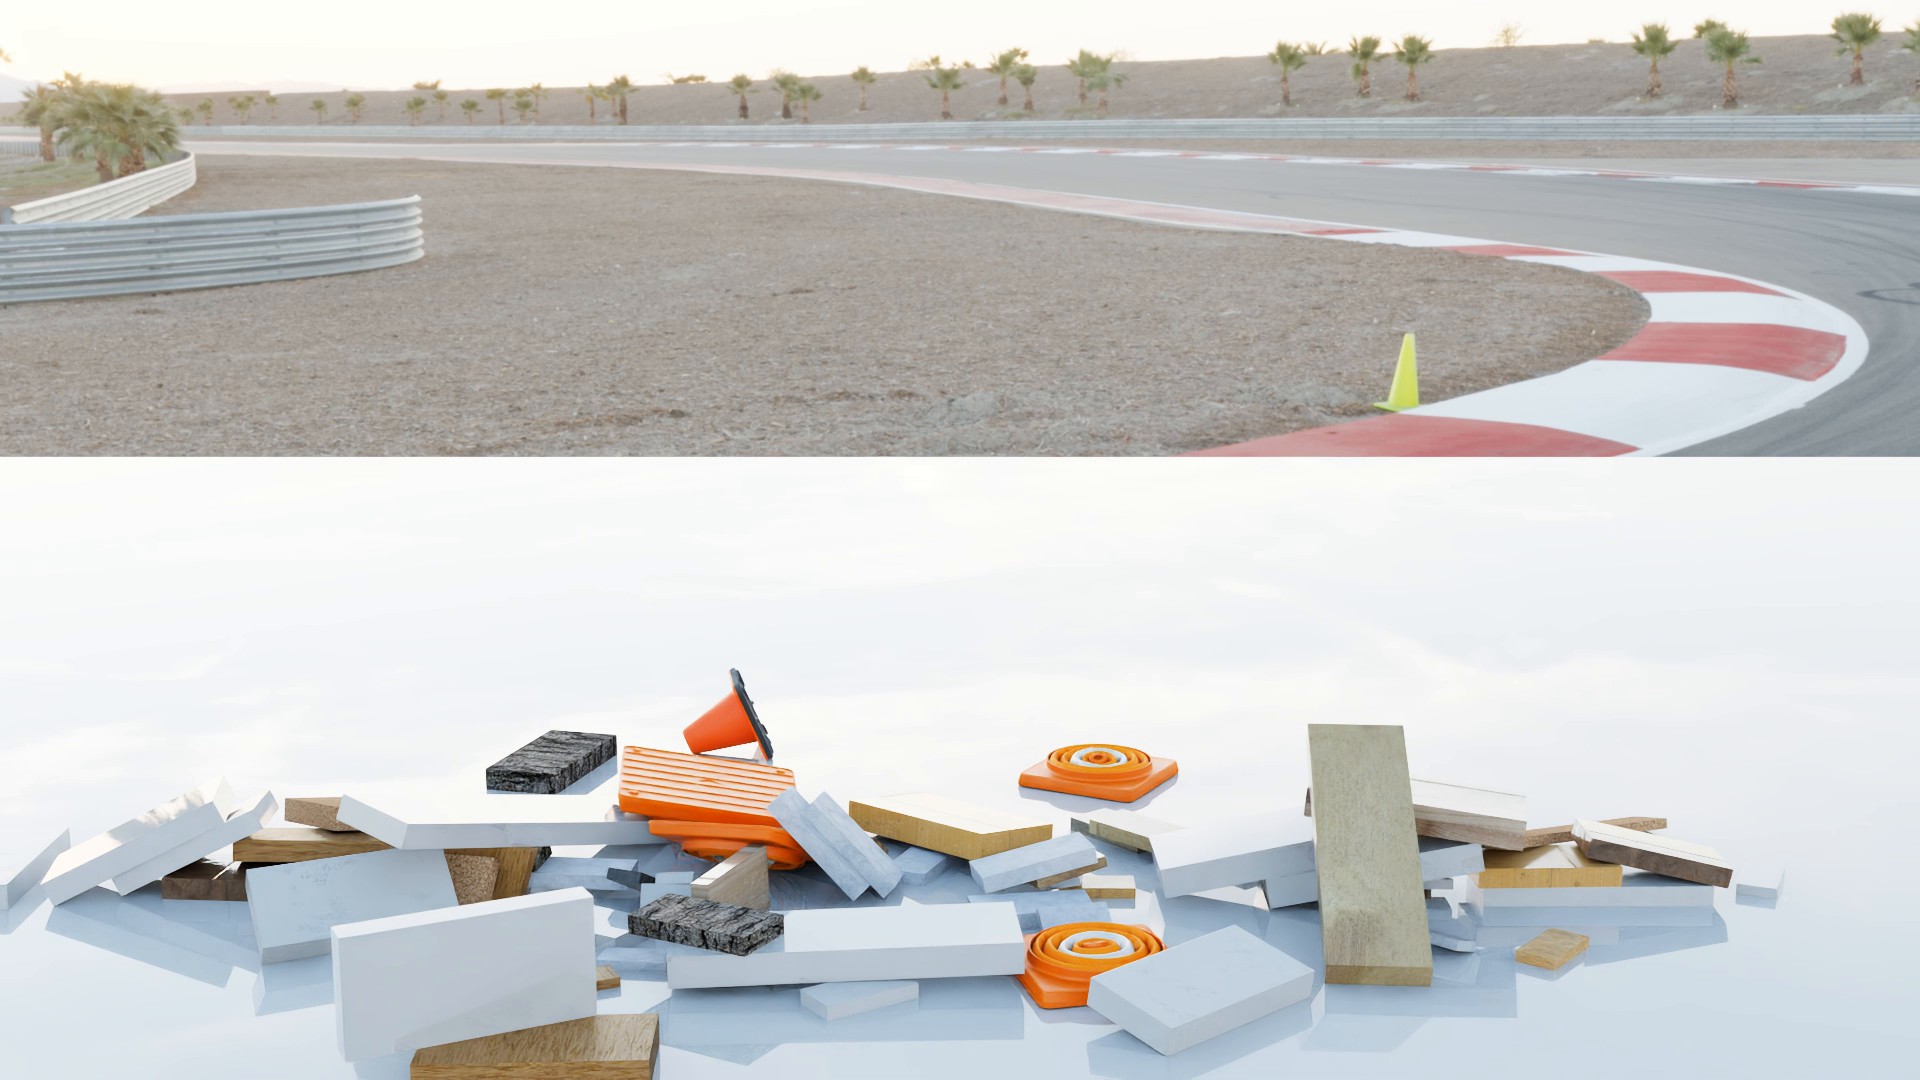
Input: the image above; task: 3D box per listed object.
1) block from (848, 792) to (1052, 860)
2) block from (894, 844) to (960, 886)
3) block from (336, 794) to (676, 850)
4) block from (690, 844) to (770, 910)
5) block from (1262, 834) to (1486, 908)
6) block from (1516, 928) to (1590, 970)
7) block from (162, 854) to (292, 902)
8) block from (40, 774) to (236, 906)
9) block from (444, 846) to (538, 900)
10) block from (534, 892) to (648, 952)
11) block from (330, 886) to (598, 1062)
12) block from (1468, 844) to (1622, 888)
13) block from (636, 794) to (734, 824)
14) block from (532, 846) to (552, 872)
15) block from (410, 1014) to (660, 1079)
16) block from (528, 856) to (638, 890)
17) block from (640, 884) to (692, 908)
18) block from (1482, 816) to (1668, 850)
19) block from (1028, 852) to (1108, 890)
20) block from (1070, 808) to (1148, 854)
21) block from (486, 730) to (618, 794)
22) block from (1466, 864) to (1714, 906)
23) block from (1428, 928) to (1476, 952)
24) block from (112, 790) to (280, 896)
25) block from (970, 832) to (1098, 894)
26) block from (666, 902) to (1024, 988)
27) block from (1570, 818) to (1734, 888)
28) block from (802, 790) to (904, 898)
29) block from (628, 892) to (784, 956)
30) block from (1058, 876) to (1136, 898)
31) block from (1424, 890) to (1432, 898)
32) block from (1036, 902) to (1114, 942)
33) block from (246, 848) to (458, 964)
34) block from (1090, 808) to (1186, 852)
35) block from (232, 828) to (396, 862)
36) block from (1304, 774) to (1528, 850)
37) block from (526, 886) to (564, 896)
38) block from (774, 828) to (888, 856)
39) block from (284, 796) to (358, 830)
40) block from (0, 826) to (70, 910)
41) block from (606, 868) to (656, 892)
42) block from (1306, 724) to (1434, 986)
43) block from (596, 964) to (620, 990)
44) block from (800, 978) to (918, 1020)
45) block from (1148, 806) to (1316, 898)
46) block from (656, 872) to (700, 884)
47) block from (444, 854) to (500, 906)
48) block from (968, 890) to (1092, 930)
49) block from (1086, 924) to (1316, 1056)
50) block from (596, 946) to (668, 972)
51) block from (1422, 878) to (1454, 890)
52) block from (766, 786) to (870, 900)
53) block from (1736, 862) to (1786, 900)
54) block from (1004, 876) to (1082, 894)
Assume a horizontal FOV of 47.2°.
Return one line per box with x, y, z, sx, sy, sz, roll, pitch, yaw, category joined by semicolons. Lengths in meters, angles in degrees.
-0.020;0.505;3.892;0.172;0.049;0.345;-1;5;-43;block
-0.063;0.556;3.794;0.077;0.022;0.172;4;11;21;block
-0.739;0.468;3.677;0.146;0.041;0.670;17;3;31;block
-0.364;0.566;3.506;0.030;0.105;0.210;1;10;21;block
0.676;0.528;3.653;0.351;0.050;0.176;-11;10;4;block
0.916;0.631;3.397;0.063;0.018;0.127;8;13;38;block
-1.090;0.568;3.685;0.453;0.037;0.130;1;11;4;block
-1.376;0.502;3.692;0.303;0.043;0.152;-26;14;-6;block
-0.800;0.526;3.614;0.196;0.098;0.028;16;3;12;block
-0.612;0.608;3.494;0.244;0.028;0.098;6;12;30;block
-0.668;0.585;2.979;0.345;0.172;0.049;-5;12;-27;block
0.964;0.542;3.654;0.237;0.034;0.118;0;11;-2;block
-0.510;0.500;4.084;0.179;0.025;0.090;-1;11;-8;block
-0.776;0.541;3.672;0.170;0.024;0.085;-12;10;9;block
-0.571;0.696;2.979;0.312;0.044;0.156;-1;11;-3;block
-0.629;0.555;3.663;0.170;0.024;0.085;2;11;3;block
-0.448;0.585;3.525;0.128;0.064;0.018;0;-23;1;block
1.069;0.509;3.827;0.516;0.018;0.063;2;-3;-43;block
0.174;0.545;3.651;0.127;0.018;0.063;-15;11;-19;block
0.290;0.523;3.961;0.088;0.025;0.176;-9;14;-39;block
-0.808;0.439;4.367;0.146;0.041;0.292;3;11;15;block
1.047;0.574;3.663;0.377;0.034;0.118;0;11;0;block
0.740;0.619;3.426;0.113;0.016;0.057;10;-3;43;block
-1.287;0.509;3.706;0.259;0.037;0.130;-25;10;-1;block
0.121;0.534;3.644;0.194;0.028;0.097;-14;10;-11;block
-0.172;0.608;3.309;0.523;0.049;0.172;-2;11;-4;block
1.150;0.521;3.663;0.237;0.034;0.118;13;10;1;block
-0.178;0.507;3.671;0.194;0.028;0.097;46;10;2;block
-0.380;0.575;3.290;0.210;0.030;0.105;5;12;28;block
0.228;0.580;3.675;0.127;0.018;0.063;0;11;1;block
0.719;0.580;3.673;0.123;0.017;0.062;0;11;0;block
0.182;0.603;3.481;0.113;0.016;0.057;-2;41;-12;block
-0.952;0.568;3.454;0.303;0.043;0.152;-5;46;-26;block
0.322;0.514;3.873;0.088;0.025;0.175;-10;14;-42;block
-1.090;0.520;3.749;0.259;0.037;0.130;1;2;-2;block
0.755;0.437;3.640;0.351;0.050;0.175;8;11;12;block
-0.739;0.577;3.674;0.170;0.024;0.085;1;11;4;block
-0.223;0.529;3.808;0.179;0.025;0.090;3;-21;18;block
-1.085;0.485;3.909;0.146;0.041;0.292;3;-4;-33;block
-1.639;0.556;3.733;0.152;0.043;0.303;-1;11;-3;block
-0.517;0.562;3.600;0.064;0.018;0.128;3;-18;26;block
0.637;0.484;3.454;0.156;0.044;0.505;1;40;4;block
-0.565;0.657;3.268;0.109;0.015;0.054;-5;12;-26;block
-0.146;0.663;3.216;0.155;0.022;0.077;-7;13;-33;block
0.500;0.510;3.660;0.351;0.050;0.175;-11;10;1;block
-0.442;0.562;3.588;0.064;0.018;0.128;-4;-19;14;block
-0.855;0.560;3.574;0.196;0.098;0.028;2;-29;12;block
0.115;0.598;3.549;0.194;0.028;0.097;-2;11;-9;block
0.350;0.645;3.172;0.312;0.044;0.156;-10;25;-42;block
-0.494;0.640;3.356;0.109;0.015;0.054;1;11;7;block
0.755;0.564;3.667;0.123;0.017;0.062;0;11;1;block
-0.229;0.502;3.650;0.210;0.030;0.105;46;8;3;block
1.351;0.573;3.709;0.063;0.018;0.127;5;12;26;block
0.140;0.567;3.673;0.127;0.018;0.063;-10;10;8;block
